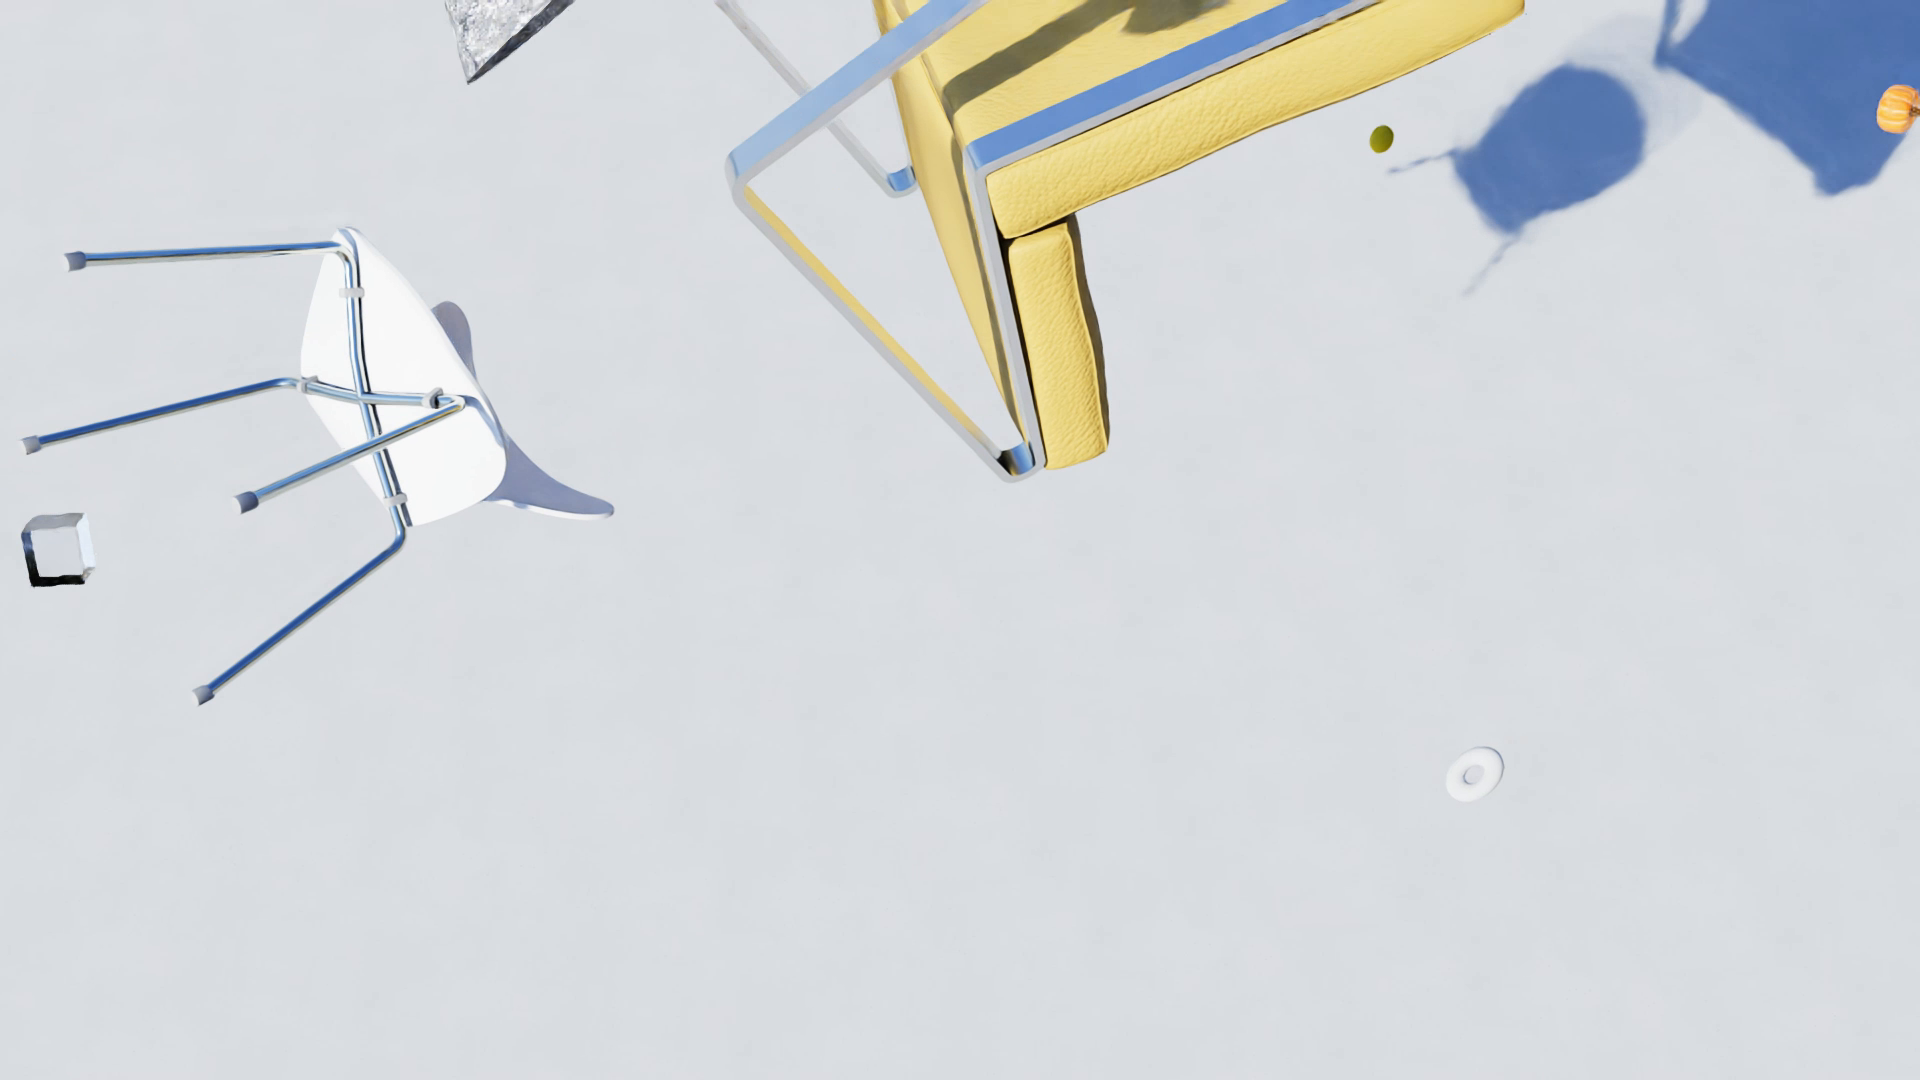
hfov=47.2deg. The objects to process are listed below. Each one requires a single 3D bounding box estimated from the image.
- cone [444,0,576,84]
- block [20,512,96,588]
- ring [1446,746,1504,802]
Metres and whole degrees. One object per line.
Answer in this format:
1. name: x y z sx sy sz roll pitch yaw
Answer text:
1. cone: -0.484 -0.676 2.201 0.309 0.315 0.261 50 33 -14
2. block: -1.799 0.019 4.391 0.102 0.117 0.095 -4 21 -6
3. ring: 0.928 0.421 3.961 0.116 0.029 0.089 -44 57 5
